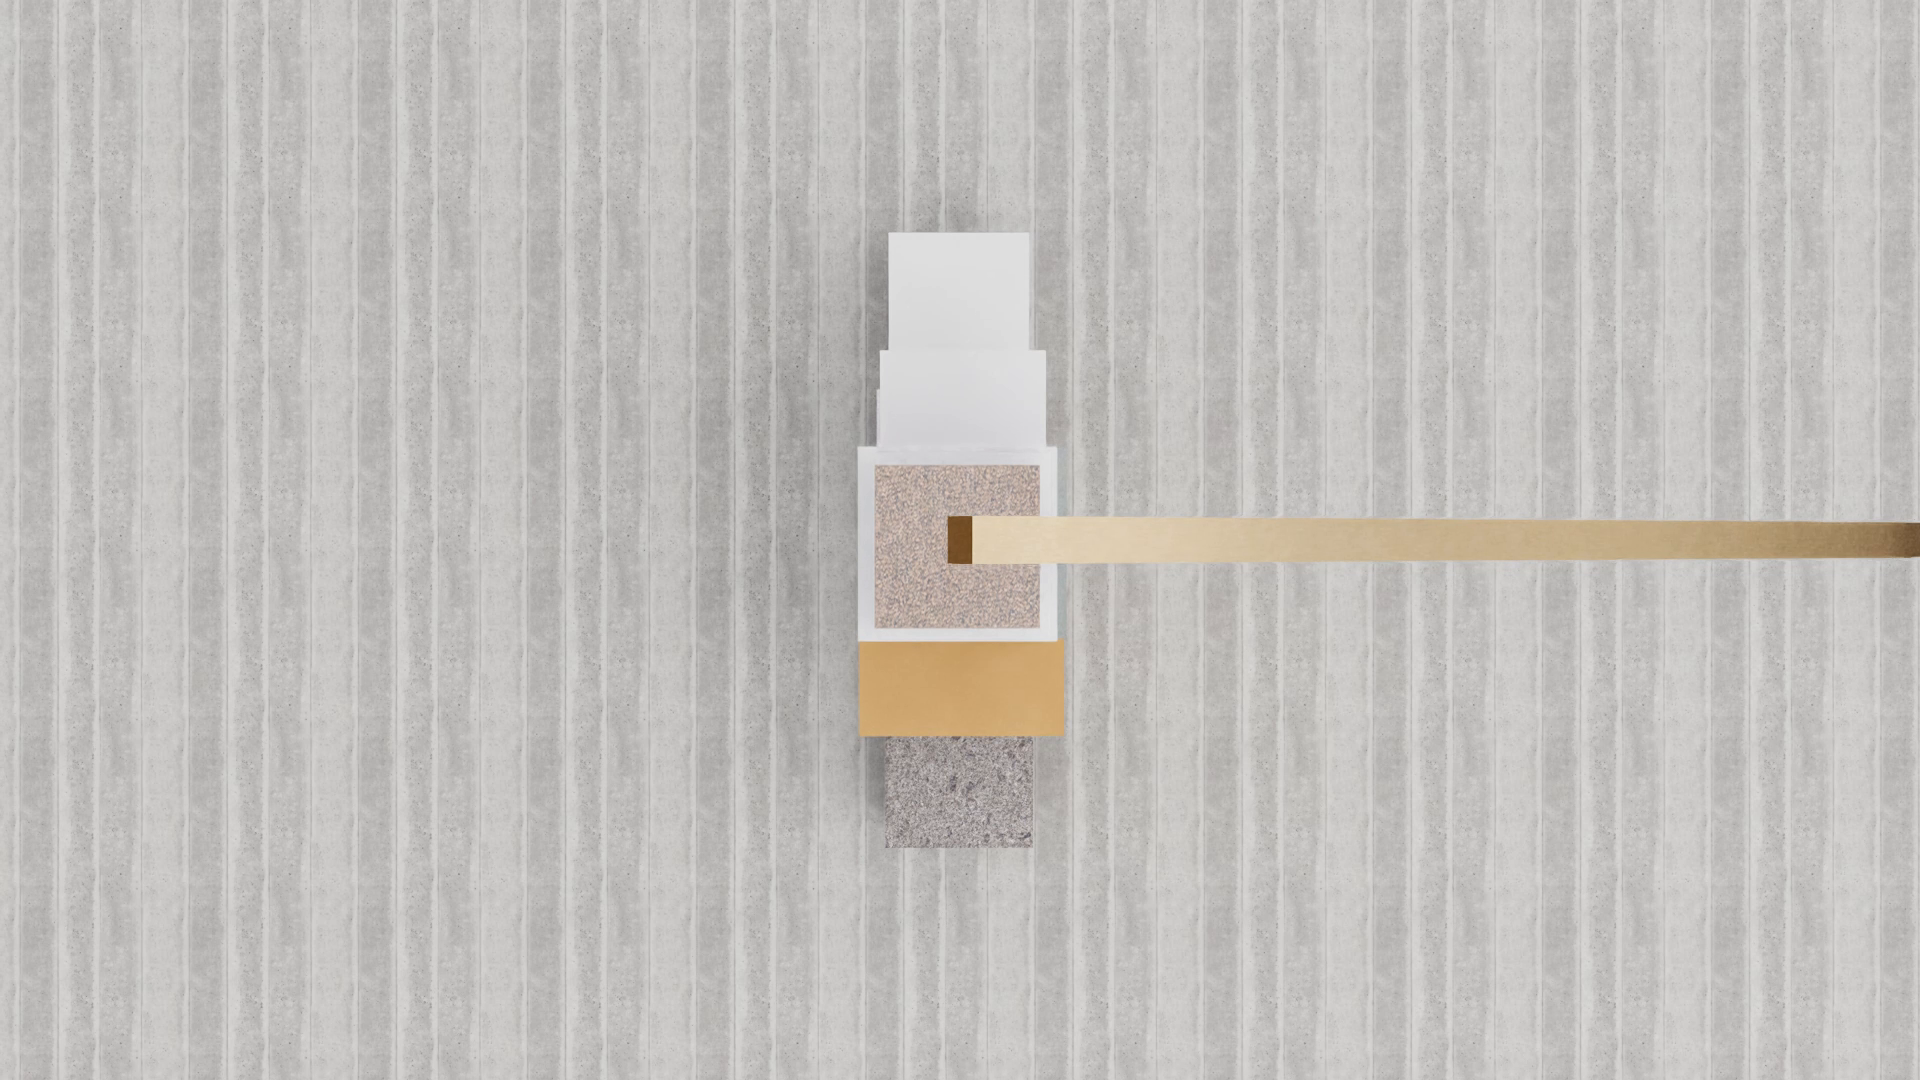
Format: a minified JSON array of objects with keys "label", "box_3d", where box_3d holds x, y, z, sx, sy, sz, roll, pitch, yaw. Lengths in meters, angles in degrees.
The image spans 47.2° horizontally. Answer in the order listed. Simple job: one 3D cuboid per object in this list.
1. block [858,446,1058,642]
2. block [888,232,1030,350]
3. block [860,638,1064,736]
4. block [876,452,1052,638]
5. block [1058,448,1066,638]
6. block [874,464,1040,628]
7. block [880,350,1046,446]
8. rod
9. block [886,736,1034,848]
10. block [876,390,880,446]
[{"label":"block","box_3d":[-0.010,0.014,8.960,0.777,0.789,0.760,0,90,0]},{"label":"block","box_3d":[-0.006,-1.271,12.599,0.779,0.803,0.867,0,90,0]},{"label":"block","box_3d":[0.008,0.395,10.658,0.943,1.074,1.011,0,90,0]},{"label":"block","box_3d":[0.014,0.018,8.270,0.632,0.591,0.678,0,90,0]},{"label":"block","box_3d":[0.011,0.009,9.737,0.886,0.764,0.812,0,90,0]},{"label":"block","box_3d":[-0.009,0.021,7.728,0.563,0.493,0.557,0,90,0]},{"label":"block","box_3d":[0.014,-0.510,10.802,0.785,0.783,0.774,0,90,0]},{"label":"rod","box_3d":[2.212,0.000,5.055,5.200,0.080,0.080,0,90,-32]},{"label":"block","box_3d":[-0.003,1.286,12.589,0.818,0.823,0.838,0,90,0]},{"label":"block","box_3d":[-0.003,-0.370,12.549,0.912,0.903,0.917,0,90,0]}]
